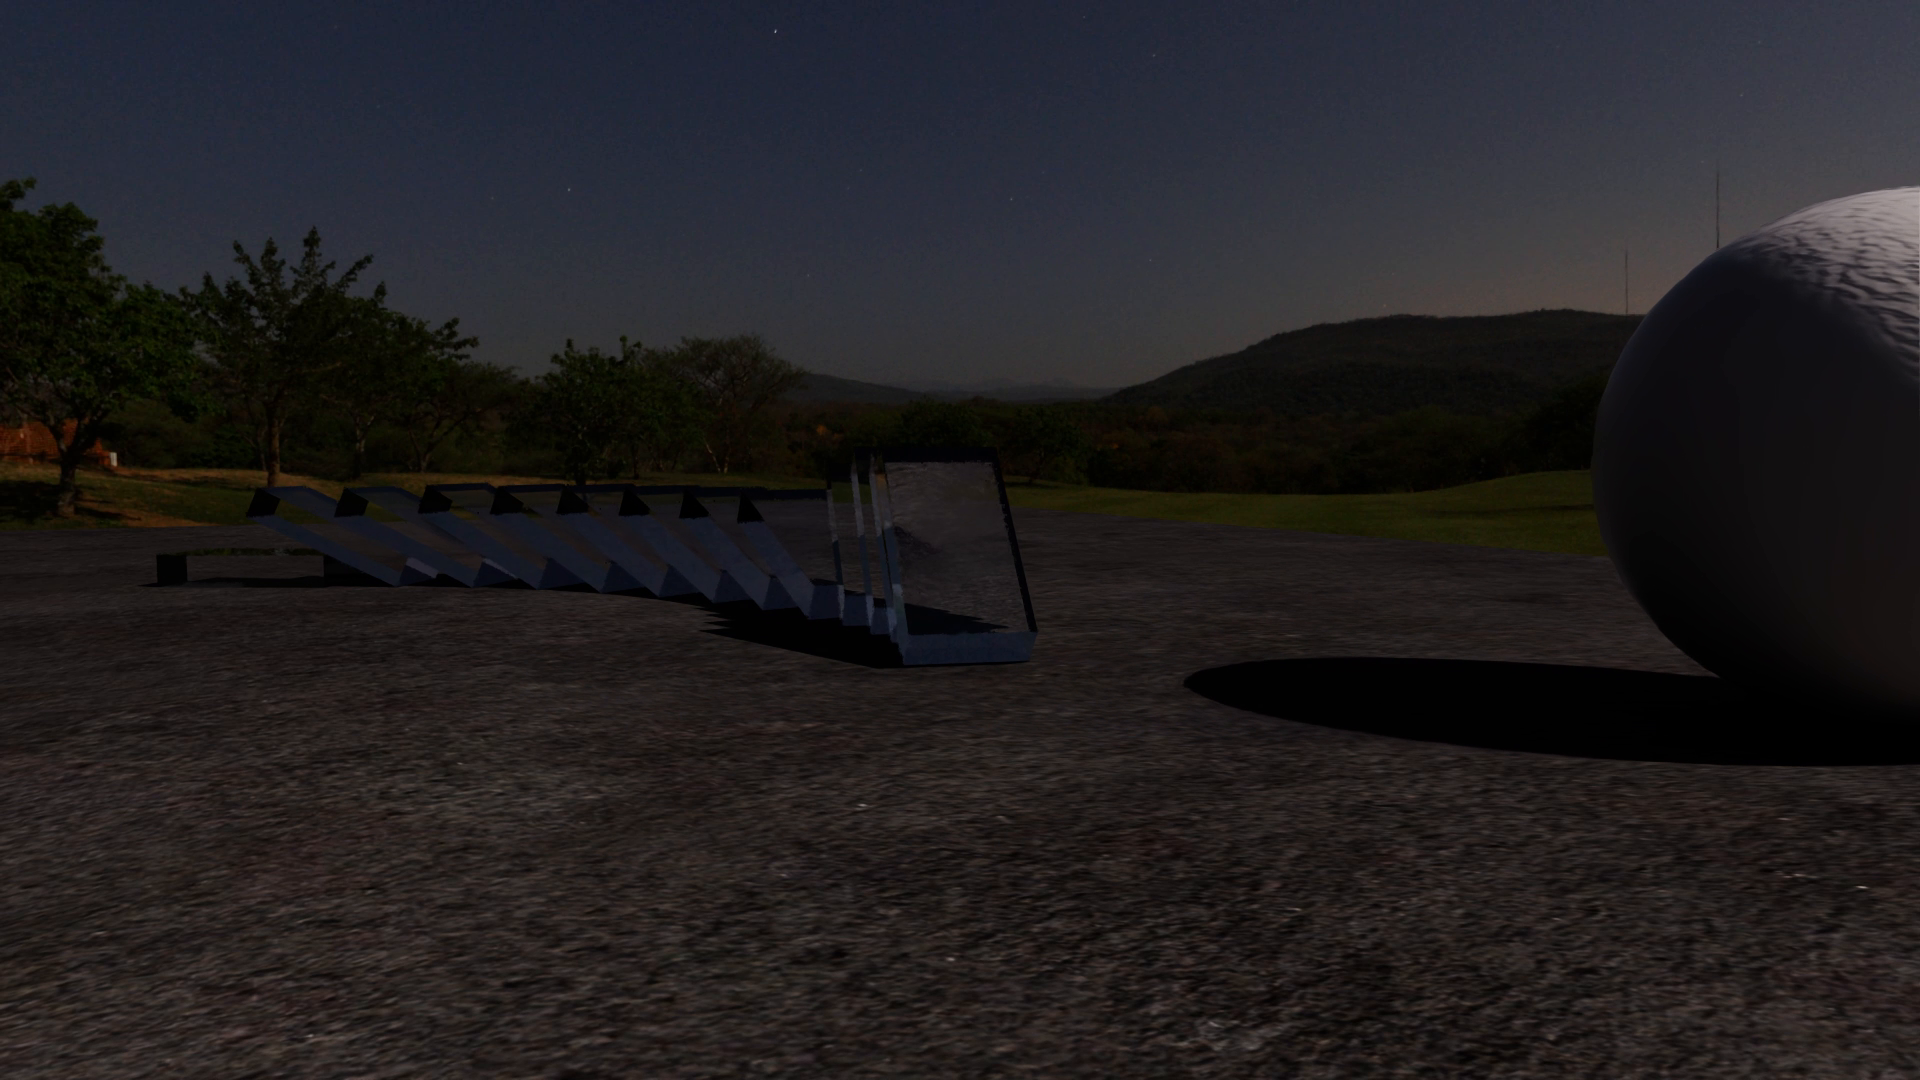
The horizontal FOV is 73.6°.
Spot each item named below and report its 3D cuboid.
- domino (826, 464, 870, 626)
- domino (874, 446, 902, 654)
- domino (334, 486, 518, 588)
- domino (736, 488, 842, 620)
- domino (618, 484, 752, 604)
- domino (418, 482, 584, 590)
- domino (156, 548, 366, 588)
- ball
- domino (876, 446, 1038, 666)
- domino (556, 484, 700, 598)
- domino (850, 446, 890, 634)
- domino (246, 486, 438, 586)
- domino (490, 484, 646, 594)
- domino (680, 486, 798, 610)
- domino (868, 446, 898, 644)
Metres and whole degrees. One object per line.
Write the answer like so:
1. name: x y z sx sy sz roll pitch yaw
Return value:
1. domino: -0.018 0.000 0.317 0.025 0.010 0.050 0 41 -11
2. domino: -0.003 0.001 0.276 0.025 0.009 0.050 -1 49 -12
3. domino: -0.162 -0.002 0.395 0.050 0.009 0.025 25 9 9
4. domino: -0.037 0.003 0.333 0.025 0.010 0.050 -3 30 -31
5. domino: -0.072 0.000 0.365 0.025 0.009 0.050 -5 32 -47
6. domino: -0.137 -0.002 0.392 0.050 0.009 0.025 29 14 19
7. domino: -0.213 0.008 0.392 0.050 0.009 0.025 0 4 1
8. ball: 0.139 -0.012 0.193 0.080 0.080 0.080 0 4 0
9. domino: -0.002 0.002 0.262 0.025 0.009 0.050 -1 49 -12
10. domino: -0.093 -0.001 0.377 0.050 0.009 0.025 33 22 30
11. domino: -0.011 -0.001 0.302 0.025 0.009 0.050 -1 49 -12
12. domino: -0.187 -0.002 0.394 0.050 0.009 0.025 25 5 1
13. domino: -0.114 -0.001 0.386 0.050 0.009 0.025 30 18 24
14. domino: -0.054 0.001 0.350 0.025 0.009 0.050 -3 31 -39
15. domino: -0.005 0.000 0.289 0.025 0.009 0.050 -1 49 -11
